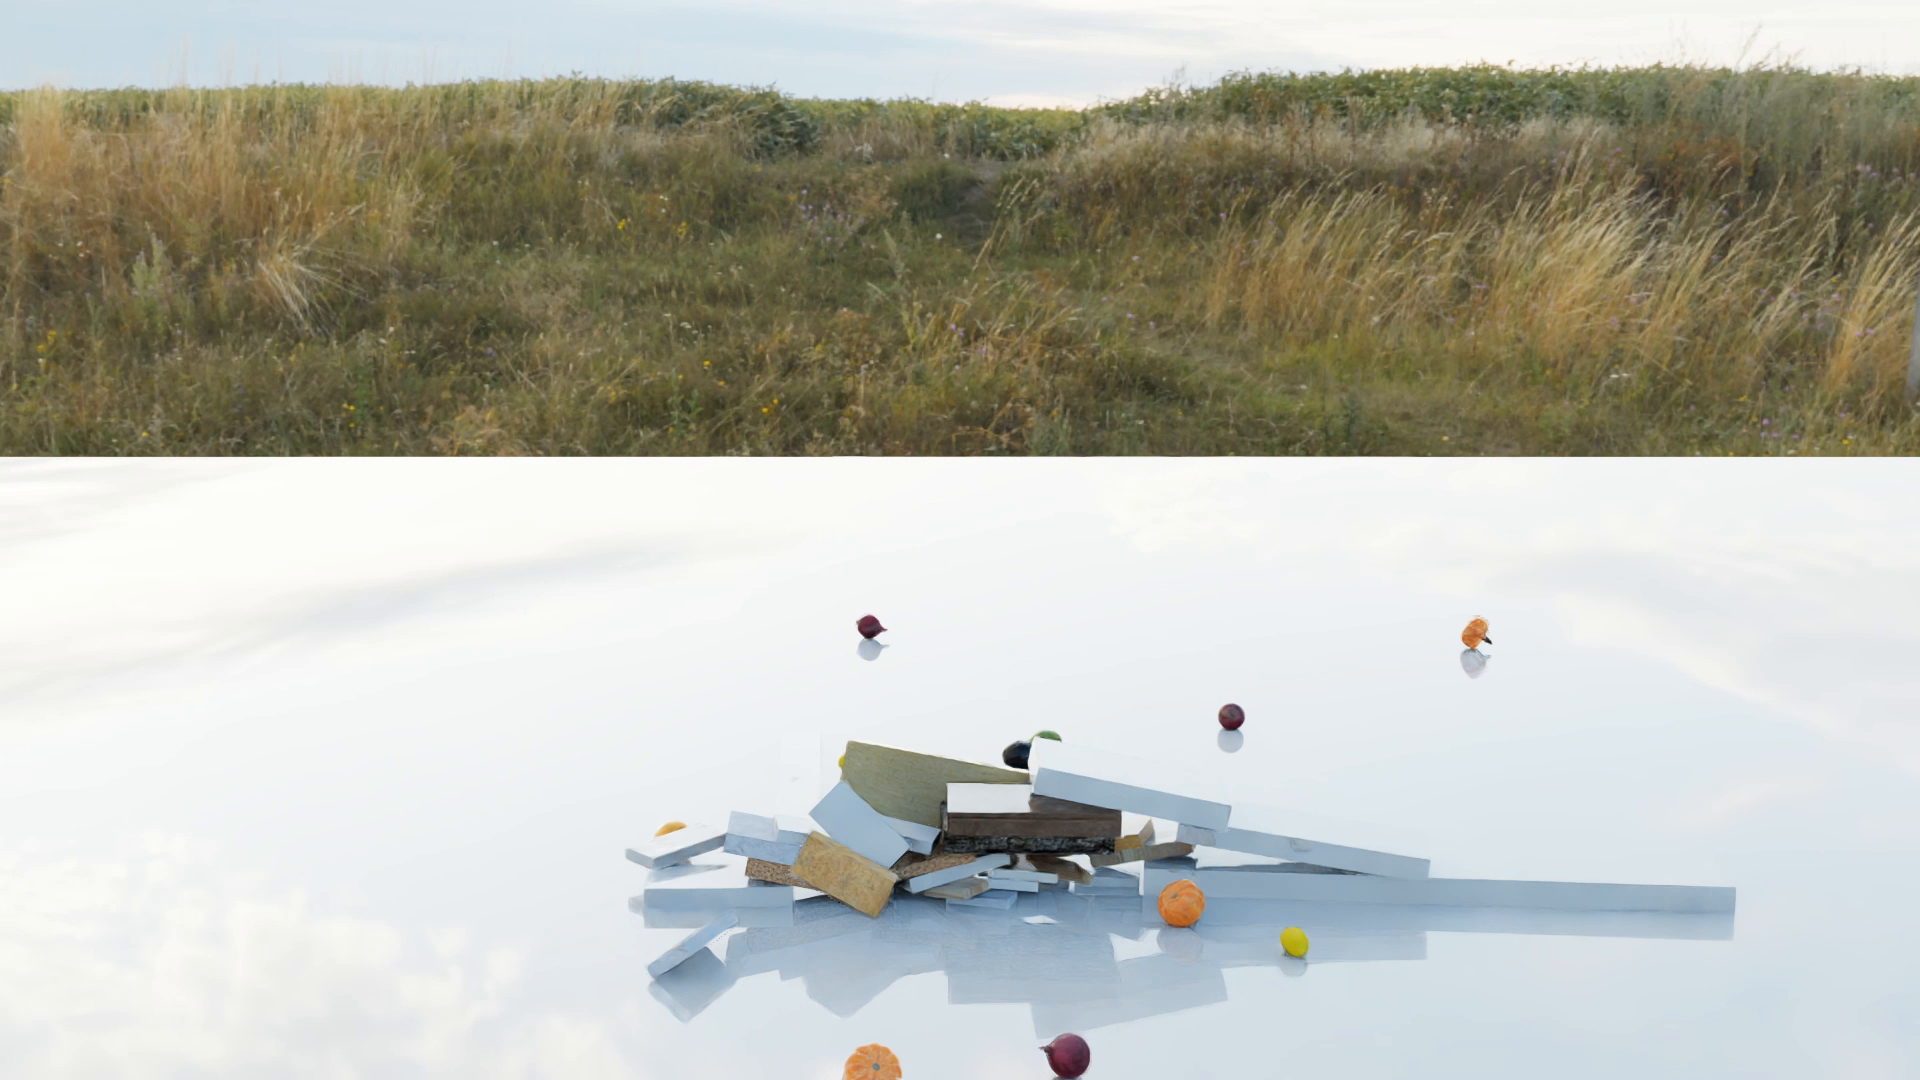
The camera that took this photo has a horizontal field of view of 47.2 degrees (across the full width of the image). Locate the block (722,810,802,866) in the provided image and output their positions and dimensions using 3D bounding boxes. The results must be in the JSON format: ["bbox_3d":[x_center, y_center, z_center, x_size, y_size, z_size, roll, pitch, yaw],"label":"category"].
[{"bbox_3d":[-0.268,0.506,3.654,0.242,0.034,0.121,12,10,-4],"label":"block"}]

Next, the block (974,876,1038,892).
[{"bbox_3d":[0.076,0.572,3.662,0.107,0.015,0.054,5,-5,2],"label":"block"}]

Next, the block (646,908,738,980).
[{"bbox_3d":[-0.408,0.615,3.355,0.080,0.023,0.159,-35,-3,23],"label":"block"}]

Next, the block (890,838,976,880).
[{"bbox_3d":[-0.059,0.528,3.655,0.157,0.022,0.078,-12,15,-10],"label":"block"}]

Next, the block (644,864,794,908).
[{"bbox_3d":[-0.398,0.575,3.657,0.242,0.034,0.121,0,11,-2],"label":"block"}]

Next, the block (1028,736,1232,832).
[{"bbox_3d":[0.280,0.405,3.665,0.325,0.046,0.162,12,12,-3],"label":"block"}]

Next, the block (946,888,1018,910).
[{"bbox_3d":[0.036,0.589,3.634,0.107,0.015,0.054,3,11,18],"label":"block"}]

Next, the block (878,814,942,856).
[{"bbox_3d":[-0.116,0.484,3.653,0.157,0.022,0.078,12,11,9],"label":"block"}]

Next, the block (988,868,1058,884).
[{"bbox_3d":[0.104,0.561,3.683,0.109,0.015,0.054,6,-5,-9],"label":"block"}]

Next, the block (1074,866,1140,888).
[{"bbox_3d":[0.250,0.571,3.730,0.109,0.015,0.054,1,11,5],"label":"block"}]

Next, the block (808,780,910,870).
[{"bbox_3d":[-0.165,0.474,3.594,0.158,0.079,0.022,44,-7,5],"label":"block"}]

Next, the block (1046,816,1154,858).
[{"bbox_3d":[0.235,0.507,3.752,0.175,0.025,0.088,-10,10,22],"label":"block"}]

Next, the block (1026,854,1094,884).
[{"bbox_3d":[0.167,0.551,3.700,0.109,0.015,0.054,6,-29,46],"label":"block"}]

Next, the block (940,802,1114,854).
[{"bbox_3d":[0.111,0.481,3.676,0.283,0.040,0.141,1,13,-2],"label":"block"}]

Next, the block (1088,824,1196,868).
[{"bbox_3d":[0.312,0.518,3.734,0.176,0.025,0.088,-11,9,14],"label":"block"}]

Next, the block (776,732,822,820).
[{"bbox_3d":[-0.311,0.470,4.252,0.080,0.023,0.661,-1,11,-3],"label":"block"}]

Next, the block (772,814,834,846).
[{"bbox_3d":[-0.228,0.488,3.642,0.157,0.022,0.078,10,10,-12],"label":"block"}]

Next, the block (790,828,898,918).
[{"bbox_3d":[-0.187,0.539,3.550,0.158,0.079,0.022,28,24,3],"label":"block"}]

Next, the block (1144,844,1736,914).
[{"bbox_3d":[0.789,0.562,3.692,0.958,0.046,0.162,1,11,5],"label":"block"}]

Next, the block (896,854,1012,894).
[{"bbox_3d":[-0.013,0.546,3.678,0.178,0.025,0.088,-15,6,-18],"label":"block"}]

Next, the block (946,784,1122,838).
[{"bbox_3d":[0.120,0.447,3.644,0.283,0.040,0.141,1,13,-2],"label":"block"}]

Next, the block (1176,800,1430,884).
[{"bbox_3d":[0.574,0.496,3.680,0.413,0.040,0.141,8,12,9],"label":"block"}]

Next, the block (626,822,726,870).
[{"bbox_3d":[-0.482,0.523,3.757,0.158,0.022,0.079,-14,17,-42],"label":"block"}]

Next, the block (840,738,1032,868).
[{"bbox_3d":[-0.048,0.453,3.801,0.325,0.162,0.046,10,0,1],"label":"block"}]

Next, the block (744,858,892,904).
[{"bbox_3d":[-0.233,0.548,3.665,0.242,0.034,0.121,12,10,-3],"label":"block"}]

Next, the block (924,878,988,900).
[{"bbox_3d":[-0.008,0.572,3.616,0.054,0.015,0.107,-17,8,-37],"label":"block"}]
